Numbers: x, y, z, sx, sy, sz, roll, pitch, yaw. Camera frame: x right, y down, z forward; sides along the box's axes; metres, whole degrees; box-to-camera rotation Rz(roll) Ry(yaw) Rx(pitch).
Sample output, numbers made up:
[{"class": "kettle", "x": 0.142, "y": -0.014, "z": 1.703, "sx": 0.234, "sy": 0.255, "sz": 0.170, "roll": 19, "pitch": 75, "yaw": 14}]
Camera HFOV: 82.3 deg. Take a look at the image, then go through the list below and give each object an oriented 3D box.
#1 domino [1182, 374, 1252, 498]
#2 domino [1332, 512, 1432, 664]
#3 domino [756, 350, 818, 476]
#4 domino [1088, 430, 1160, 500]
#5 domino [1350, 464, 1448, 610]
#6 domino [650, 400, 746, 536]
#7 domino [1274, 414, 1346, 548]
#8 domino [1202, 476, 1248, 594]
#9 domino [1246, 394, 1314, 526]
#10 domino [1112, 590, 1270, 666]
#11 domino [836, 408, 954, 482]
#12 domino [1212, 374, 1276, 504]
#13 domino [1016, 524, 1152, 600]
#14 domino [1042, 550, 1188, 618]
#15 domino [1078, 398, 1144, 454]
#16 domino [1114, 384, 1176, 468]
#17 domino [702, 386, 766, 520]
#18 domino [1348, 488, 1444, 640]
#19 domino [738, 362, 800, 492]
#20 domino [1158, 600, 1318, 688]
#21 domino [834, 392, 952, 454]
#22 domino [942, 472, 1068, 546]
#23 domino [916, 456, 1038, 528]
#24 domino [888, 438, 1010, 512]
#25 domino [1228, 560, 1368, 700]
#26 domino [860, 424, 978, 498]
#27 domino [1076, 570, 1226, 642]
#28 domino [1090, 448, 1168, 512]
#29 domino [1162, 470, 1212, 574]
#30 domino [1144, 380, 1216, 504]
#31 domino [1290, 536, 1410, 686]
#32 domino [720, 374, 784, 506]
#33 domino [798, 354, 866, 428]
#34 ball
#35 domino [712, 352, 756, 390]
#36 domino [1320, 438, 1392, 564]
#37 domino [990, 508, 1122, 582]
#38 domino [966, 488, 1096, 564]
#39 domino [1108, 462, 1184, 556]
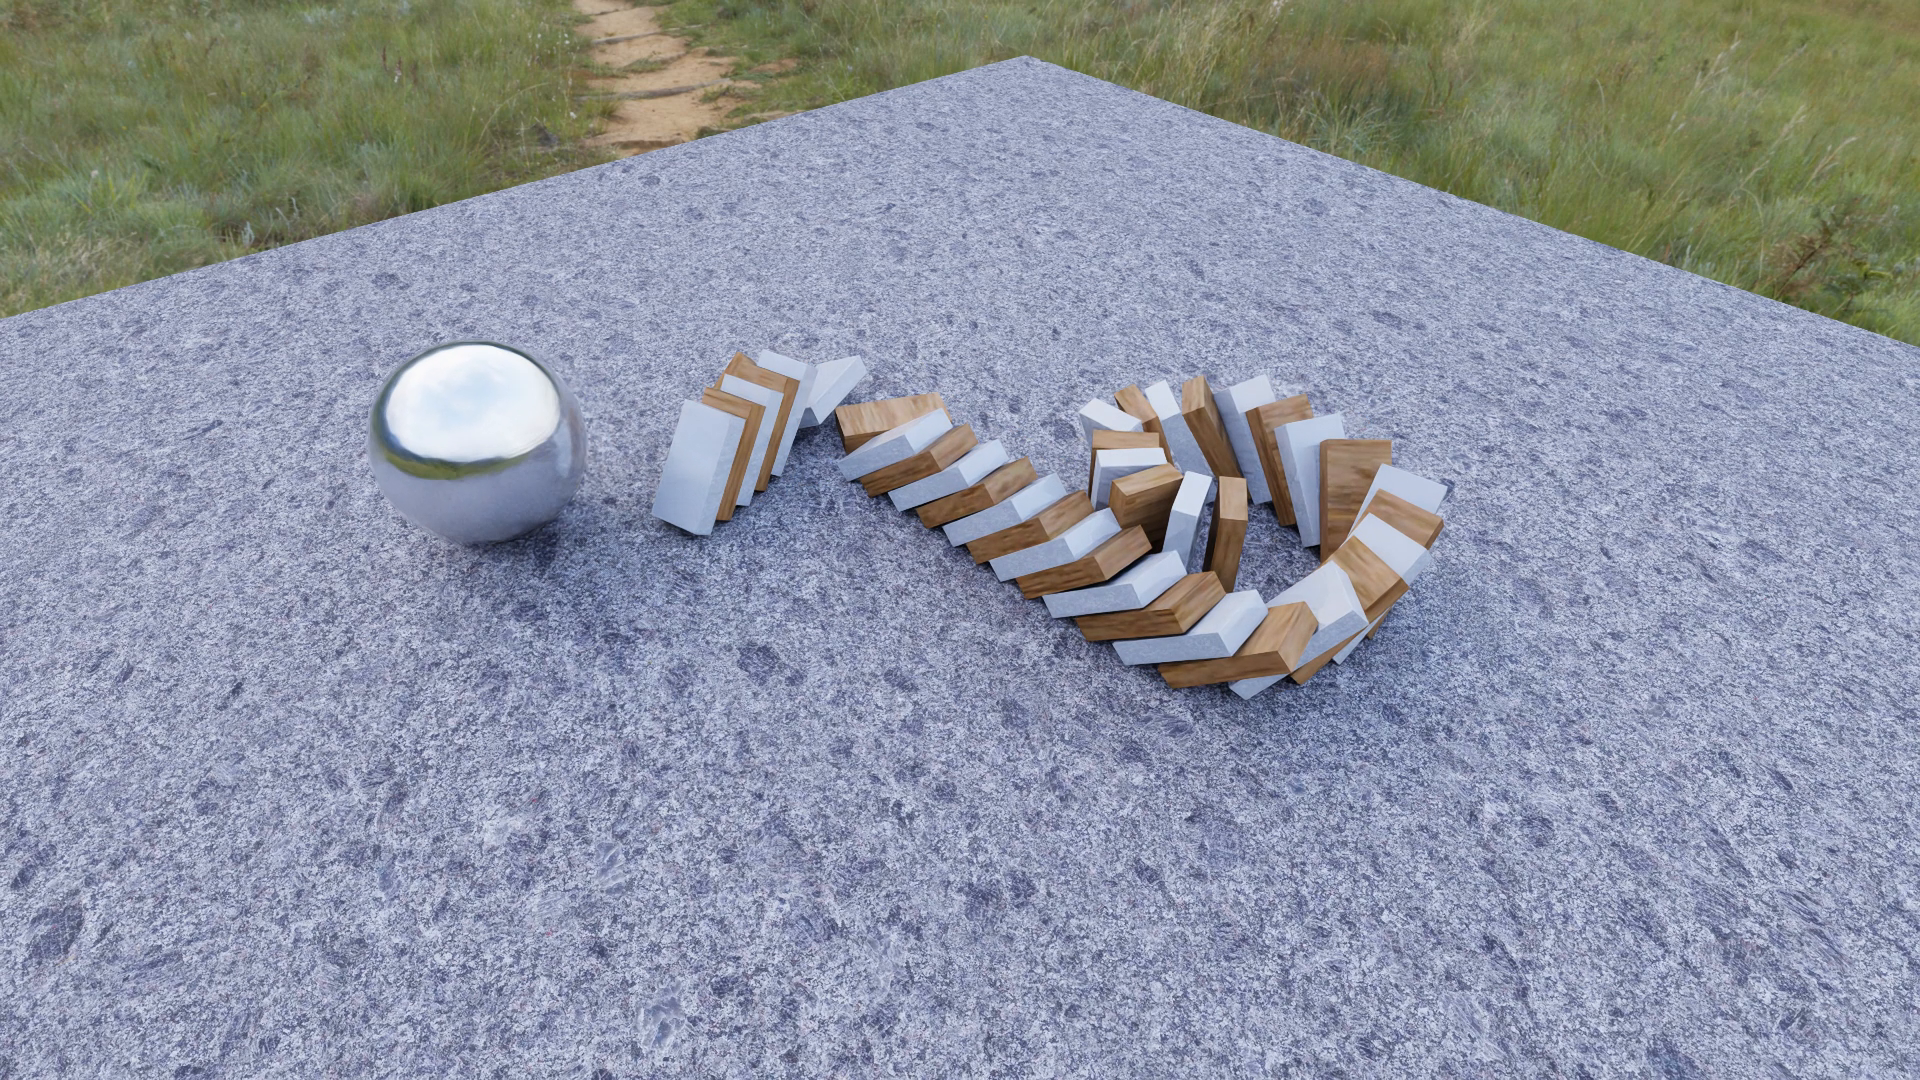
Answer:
[{"class": "domino", "x": 0.109, "y": -0.042, "z": 0.464, "sx": 0.010, "sy": 0.050, "sz": 0.025, "roll": -21, "pitch": 32, "yaw": 25}, {"class": "domino", "x": 0.143, "y": 0.017, "z": 0.398, "sx": 0.050, "sy": 0.009, "sz": 0.025, "roll": -51, "pitch": 50, "yaw": 5}, {"class": "domino", "x": -0.083, "y": -0.056, "z": 0.484, "sx": 0.025, "sy": 0.050, "sz": 0.009, "roll": 22, "pitch": 3, "yaw": 24}, {"class": "domino", "x": 0.064, "y": -0.022, "z": 0.438, "sx": 0.025, "sy": 0.050, "sz": 0.009, "roll": 4, "pitch": 52, "yaw": 5}, {"class": "domino", "x": 0.163, "y": -0.001, "z": 0.420, "sx": 0.025, "sy": 0.009, "sz": 0.050, "roll": 25, "pitch": 88, "yaw": 24}, {"class": "domino", "x": -0.108, "y": -0.030, "z": 0.451, "sx": 0.025, "sy": 0.050, "sz": 0.009, "roll": 22, "pitch": 7, "yaw": 24}, {"class": "domino", "x": 0.147, "y": -0.024, "z": 0.447, "sx": 0.025, "sy": 0.050, "sz": 0.010, "roll": -12, "pitch": -4, "yaw": -14}, {"class": "domino", "x": 0.097, "y": 0.004, "z": 0.406, "sx": 0.009, "sy": 0.050, "sz": 0.025, "roll": 6, "pitch": 40, "yaw": 7}, {"class": "domino", "x": 0.139, "y": -0.033, "z": 0.458, "sx": 0.025, "sy": 0.050, "sz": 0.009, "roll": -17, "pitch": -1, "yaw": -21}, {"class": "domino", "x": 0.079, "y": 0.031, "z": 0.382, "sx": 0.025, "sy": 0.009, "sz": 0.050, "roll": -39, "pitch": 14, "yaw": -34}, {"class": "domino", "x": -0.028, "y": -0.040, "z": 0.470, "sx": 0.050, "sy": 0.009, "sz": 0.025, "roll": -16, "pitch": 19, "yaw": 49}, {"class": "domino", "x": 0.128, "y": -0.043, "z": 0.467, "sx": 0.025, "sy": 0.050, "sz": 0.010, "roll": -23, "pitch": 2, "yaw": -34}, {"class": "domino", "x": 0.045, "y": 0.009, "z": 0.408, "sx": 0.025, "sy": 0.010, "sz": 0.050, "roll": -32, "pitch": 6, "yaw": -32}, {"class": "domino", "x": 0.055, "y": 0.017, "z": 0.400, "sx": 0.025, "sy": 0.009, "sz": 0.050, "roll": -32, "pitch": 10, "yaw": -33}, {"class": "domino", "x": 0.066, "y": -0.033, "z": 0.451, "sx": 0.009, "sy": 0.050, "sz": 0.025, "roll": -43, "pitch": 50, "yaw": -16}, {"class": "domino", "x": 0.079, "y": -0.038, "z": 0.458, "sx": 0.010, "sy": 0.050, "sz": 0.025, "roll": -26, "pitch": 41, "yaw": 3}, {"class": "domino", "x": -0.101, "y": -0.036, "z": 0.459, "sx": 0.025, "sy": 0.050, "sz": 0.009, "roll": 22, "pitch": 7, "yaw": 24}, {"class": "domino", "x": 0.154, "y": 0.009, "z": 0.408, "sx": 0.025, "sy": 0.009, "sz": 0.050, "roll": 33, "pitch": 91, "yaw": 33}, {"class": "domino", "x": -0.089, "y": -0.049, "z": 0.475, "sx": 0.025, "sy": 0.050, "sz": 0.010, "roll": 22, "pitch": 7, "yaw": 24}, {"class": "domino", "x": 0.094, "y": 0.036, "z": 0.374, "sx": 0.050, "sy": 0.010, "sz": 0.025, "roll": -18, "pitch": 23, "yaw": 49}, {"class": "domino", "x": -0.031, "y": -0.055, "z": 0.510, "sx": 0.050, "sy": 0.009, "sz": 0.025, "roll": -10, "pitch": 40, "yaw": -12}, {"class": "domino", "x": 0.017, "y": -0.011, "z": 0.433, "sx": 0.025, "sy": 0.010, "sz": 0.050, "roll": -32, "pitch": 6, "yaw": -33}, {"class": "domino", "x": 0.006, "y": -0.019, "z": 0.442, "sx": 0.025, "sy": 0.009, "sz": 0.050, "roll": -33, "pitch": 9, "yaw": -34}, {"class": "domino", "x": -0.005, "y": -0.026, "z": 0.452, "sx": 0.025, "sy": 0.009, "sz": 0.050, "roll": -37, "pitch": 13, "yaw": -36}, {"class": "domino", "x": 0.113, "y": 0.031, "z": 0.379, "sx": 0.010, "sy": 0.050, "sz": 0.025, "roll": 36, "pitch": 30, "yaw": -26}, {"class": "domino", "x": -0.018, "y": -0.033, "z": 0.461, "sx": 0.050, "sy": 0.009, "sz": 0.025, "roll": -16, "pitch": 19, "yaw": 49}, {"class": "domino", "x": 0.067, "y": 0.024, "z": 0.390, "sx": 0.025, "sy": 0.009, "sz": 0.050, "roll": -35, "pitch": 12, "yaw": -32}, {"class": "domino", "x": 0.064, "y": -0.013, "z": 0.427, "sx": 0.025, "sy": 0.050, "sz": 0.010, "roll": -2, "pitch": 45, "yaw": -3}, {"class": "domino", "x": 0.082, "y": 0.002, "z": 0.408, "sx": 0.009, "sy": 0.050, "sz": 0.025, "roll": 16, "pitch": 42, "yaw": 15}, {"class": "domino", "x": 0.094, "y": -0.040, "z": 0.462, "sx": 0.010, "sy": 0.050, "sz": 0.025, "roll": -25, "pitch": 38, "yaw": 13}, {"class": "domino", "x": 0.130, "y": 0.025, "z": 0.389, "sx": 0.050, "sy": 0.010, "sz": 0.025, "roll": -45, "pitch": 44, "yaw": 11}, {"class": "domino", "x": -0.095, "y": -0.042, "z": 0.467, "sx": 0.025, "sy": 0.050, "sz": 0.010, "roll": 22, "pitch": 7, "yaw": 24}, {"class": "domino", "x": -0.067, "y": -0.070, "z": 0.521, "sx": 0.025, "sy": 0.009, "sz": 0.050, "roll": -6, "pitch": 33, "yaw": 31}, {"class": "ball", "x": -0.189, "y": -0.038, "z": 0.435, "sx": 0.080, "sy": 0.080, "sz": 0.080, "roll": 0, "pitch": 39, "yaw": 0}, {"class": "domino", "x": -0.097, "y": -0.065, "z": 0.511, "sx": 0.010, "sy": 0.025, "sz": 0.050, "roll": 27, "pitch": 14, "yaw": -47}, {"class": "domino", "x": 0.156, "y": -0.014, "z": 0.434, "sx": 0.025, "sy": 0.050, "sz": 0.009, "roll": 1, "pitch": -4, "yaw": 1}, {"class": "domino", "x": 0.035, "y": 0.002, "z": 0.416, "sx": 0.025, "sy": 0.009, "sz": 0.050, "roll": -32, "pitch": 6, "yaw": -32}, {"class": "domino", "x": 0.026, "y": -0.005, "z": 0.424, "sx": 0.025, "sy": 0.010, "sz": 0.050, "roll": -32, "pitch": 6, "yaw": -33}, {"class": "domino", "x": 0.068, "y": -0.004, "z": 0.416, "sx": 0.025, "sy": 0.050, "sz": 0.010, "roll": -18, "pitch": 46, "yaw": -20}]
